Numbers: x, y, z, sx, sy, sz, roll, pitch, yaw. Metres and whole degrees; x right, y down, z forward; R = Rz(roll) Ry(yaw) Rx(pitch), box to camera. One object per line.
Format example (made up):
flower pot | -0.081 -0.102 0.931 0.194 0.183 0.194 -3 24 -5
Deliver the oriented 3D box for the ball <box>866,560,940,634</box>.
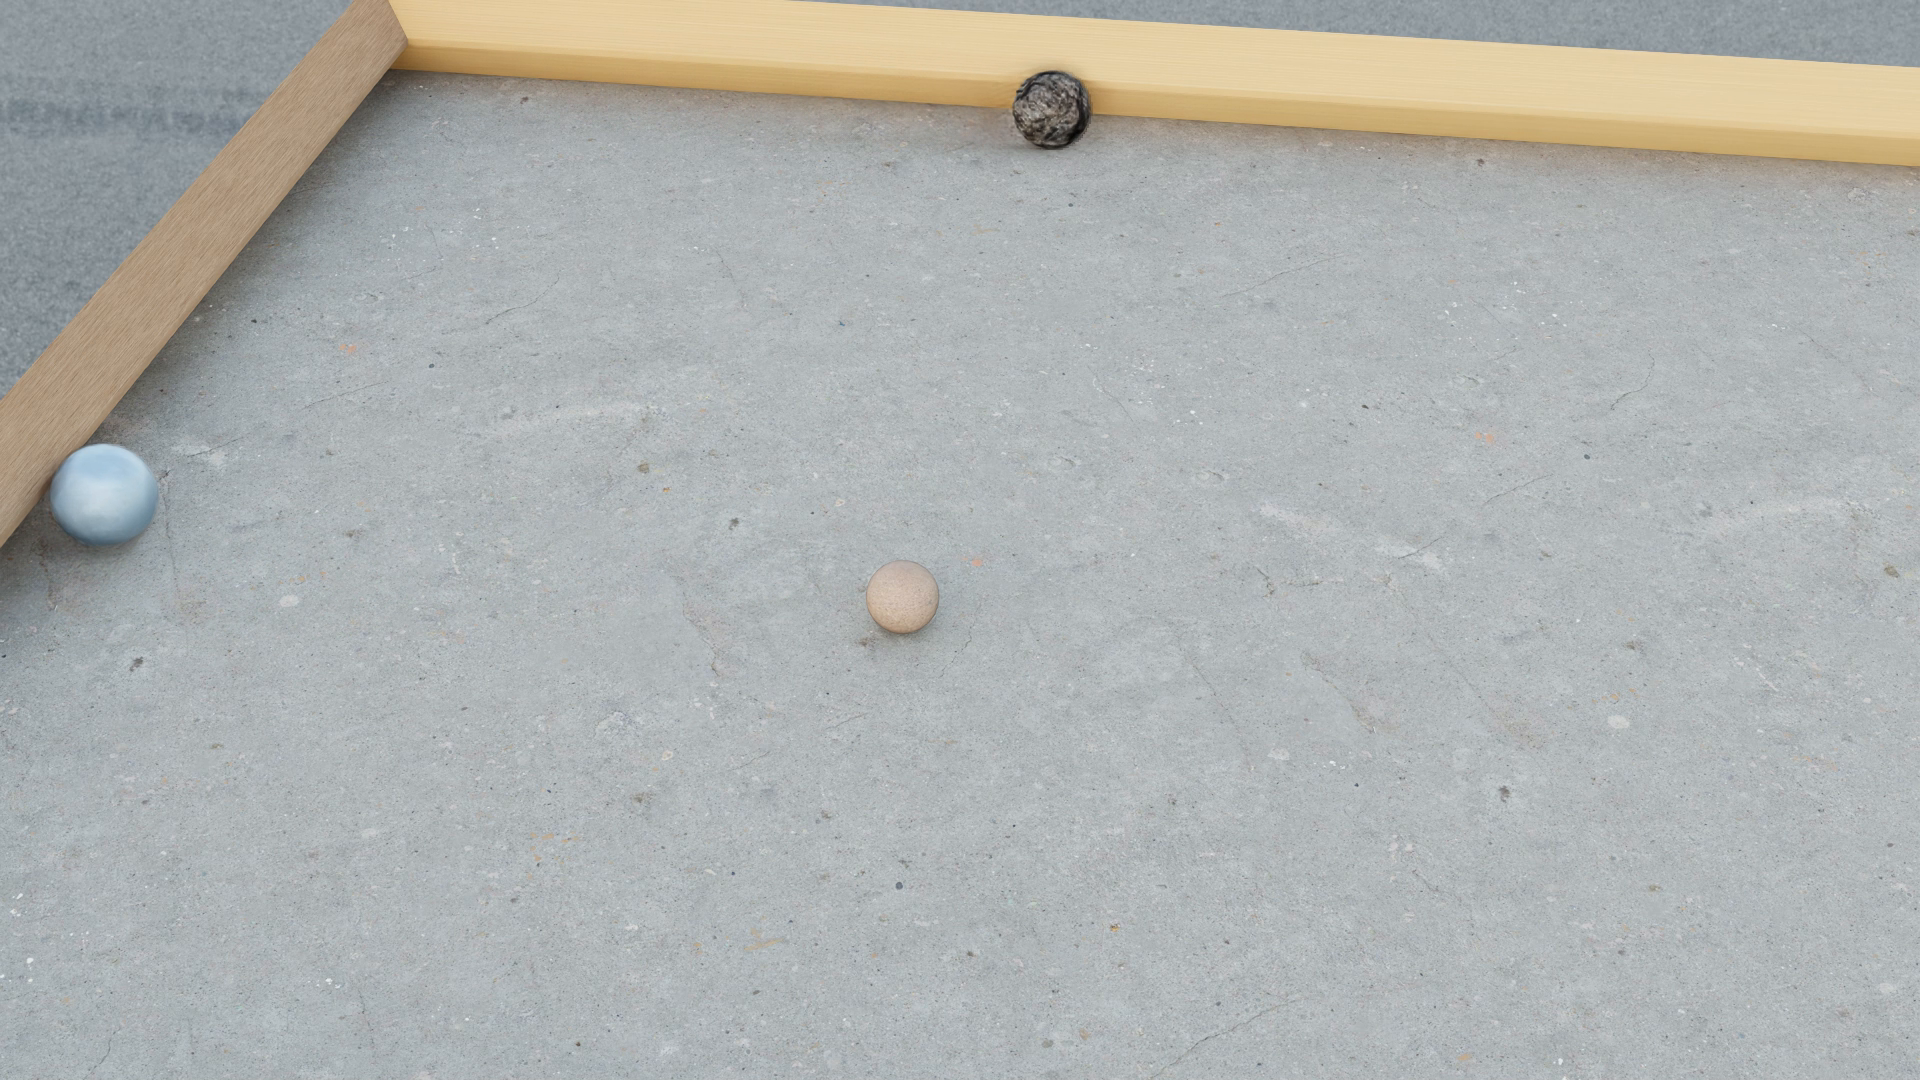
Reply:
ball | -0.043 0.043 1.927 0.056 0.056 0.056 0 34 0

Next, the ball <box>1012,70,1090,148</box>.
ball | 0.093 -0.437 2.608 0.078 0.078 0.078 0 34 0

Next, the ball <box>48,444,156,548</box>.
ball | -0.674 -0.035 2.018 0.080 0.080 0.080 0 34 0

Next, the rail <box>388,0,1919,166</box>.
rail | 0.875 -0.416 2.553 3.037 0.104 0.045 5 35 7

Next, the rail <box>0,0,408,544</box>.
rail | -0.727 -0.078 2.058 0.045 0.104 1.712 5 35 7
